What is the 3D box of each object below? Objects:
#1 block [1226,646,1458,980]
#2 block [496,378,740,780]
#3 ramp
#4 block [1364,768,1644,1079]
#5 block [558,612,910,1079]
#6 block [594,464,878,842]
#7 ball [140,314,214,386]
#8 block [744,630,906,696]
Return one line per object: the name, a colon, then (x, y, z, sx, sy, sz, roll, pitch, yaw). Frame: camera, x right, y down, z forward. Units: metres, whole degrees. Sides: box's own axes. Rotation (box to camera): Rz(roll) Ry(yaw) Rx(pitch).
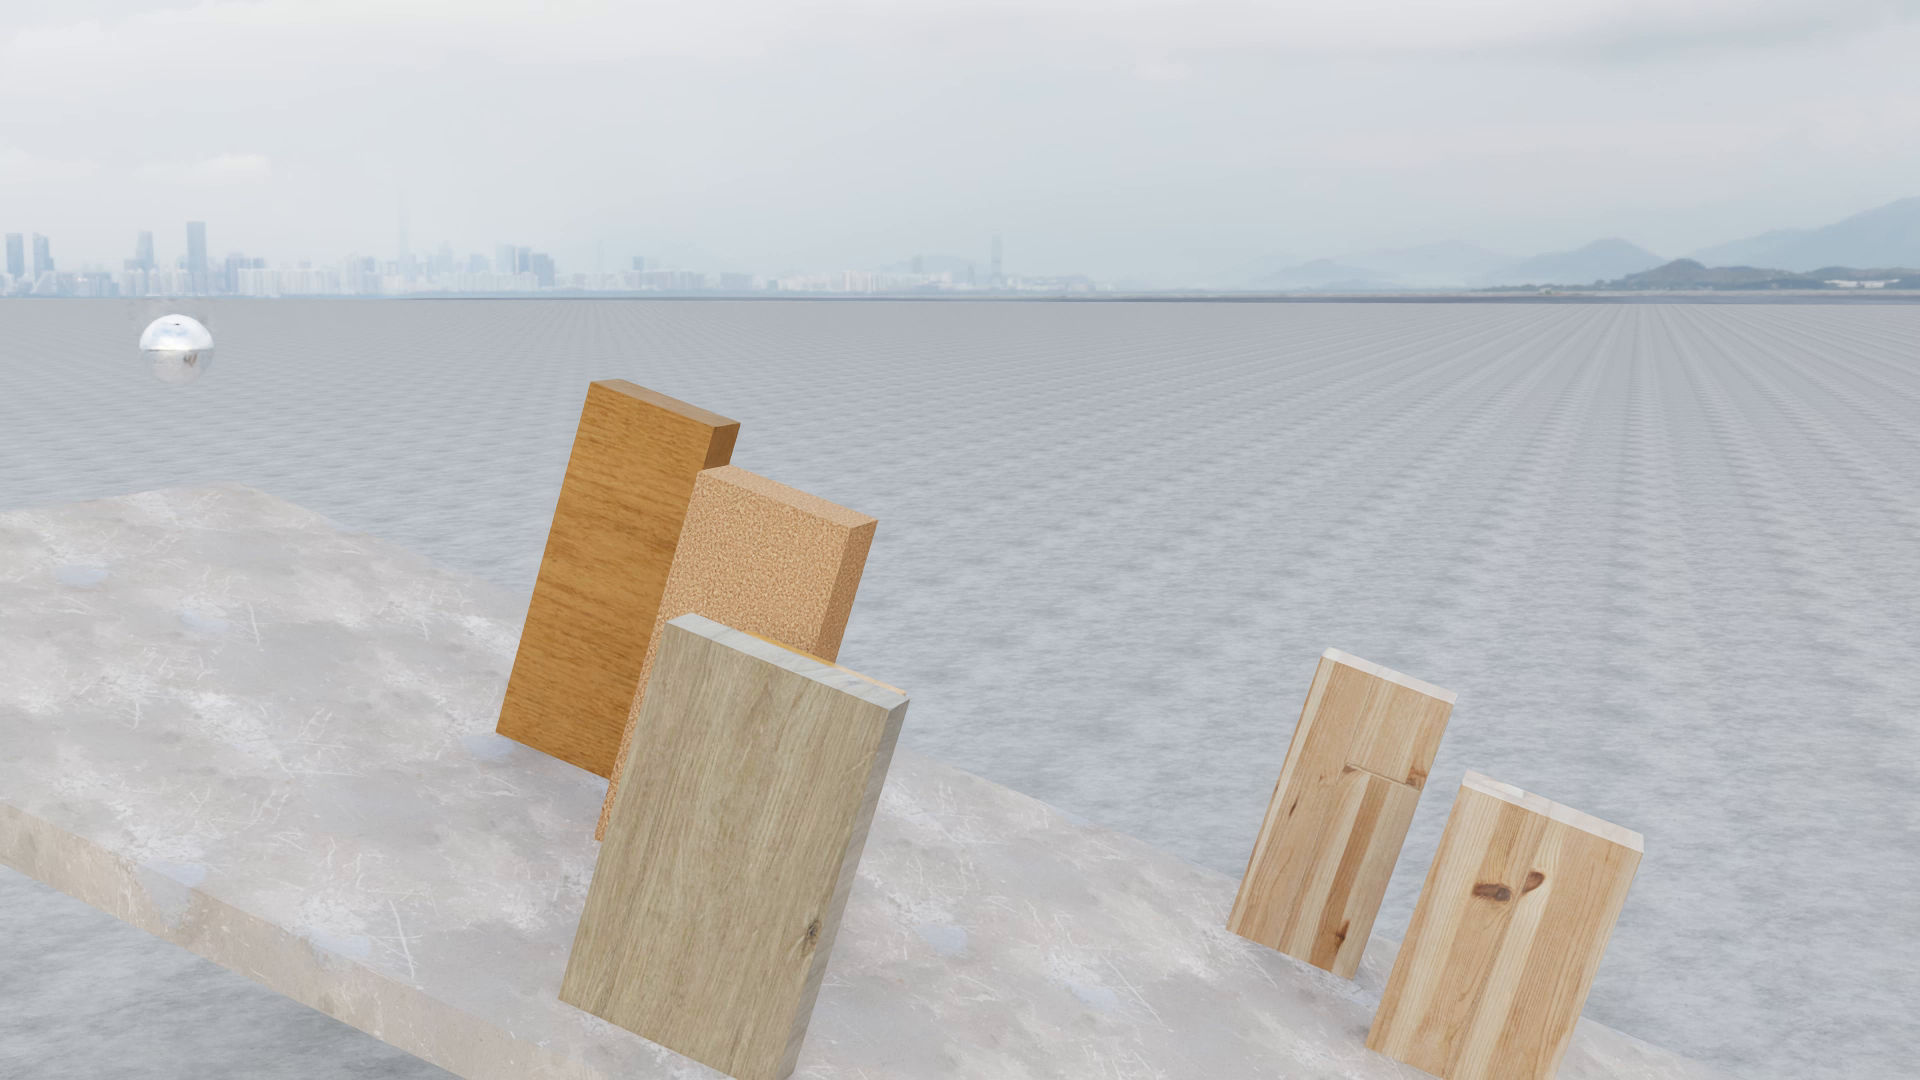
block: (0.796, 0.571, 4.600, 0.282, 0.625, 0.119, 20, 12, 14)
block: (-0.690, 0.079, 4.418, 0.275, 0.750, 0.133, 20, 12, 14)
ramp: (-0.358, 0.679, 4.227, 4.000, 0.100, 2.000, 20, 12, 14)
block: (1.039, 0.769, 4.212, 0.348, 0.554, 0.139, 20, 12, 14)
block: (-0.350, 0.476, 3.361, 0.373, 0.634, 0.095, 20, 12, 14)
block: (-0.414, 0.259, 4.043, 0.305, 0.726, 0.147, 20, 12, 14)
ball: (-1.624, -0.394, 4.561, 0.147, 0.147, 0.147, 0, 7, 0)
block: (-0.324, 0.454, 3.804, 0.306, 0.511, 0.124, 20, 12, 14)
